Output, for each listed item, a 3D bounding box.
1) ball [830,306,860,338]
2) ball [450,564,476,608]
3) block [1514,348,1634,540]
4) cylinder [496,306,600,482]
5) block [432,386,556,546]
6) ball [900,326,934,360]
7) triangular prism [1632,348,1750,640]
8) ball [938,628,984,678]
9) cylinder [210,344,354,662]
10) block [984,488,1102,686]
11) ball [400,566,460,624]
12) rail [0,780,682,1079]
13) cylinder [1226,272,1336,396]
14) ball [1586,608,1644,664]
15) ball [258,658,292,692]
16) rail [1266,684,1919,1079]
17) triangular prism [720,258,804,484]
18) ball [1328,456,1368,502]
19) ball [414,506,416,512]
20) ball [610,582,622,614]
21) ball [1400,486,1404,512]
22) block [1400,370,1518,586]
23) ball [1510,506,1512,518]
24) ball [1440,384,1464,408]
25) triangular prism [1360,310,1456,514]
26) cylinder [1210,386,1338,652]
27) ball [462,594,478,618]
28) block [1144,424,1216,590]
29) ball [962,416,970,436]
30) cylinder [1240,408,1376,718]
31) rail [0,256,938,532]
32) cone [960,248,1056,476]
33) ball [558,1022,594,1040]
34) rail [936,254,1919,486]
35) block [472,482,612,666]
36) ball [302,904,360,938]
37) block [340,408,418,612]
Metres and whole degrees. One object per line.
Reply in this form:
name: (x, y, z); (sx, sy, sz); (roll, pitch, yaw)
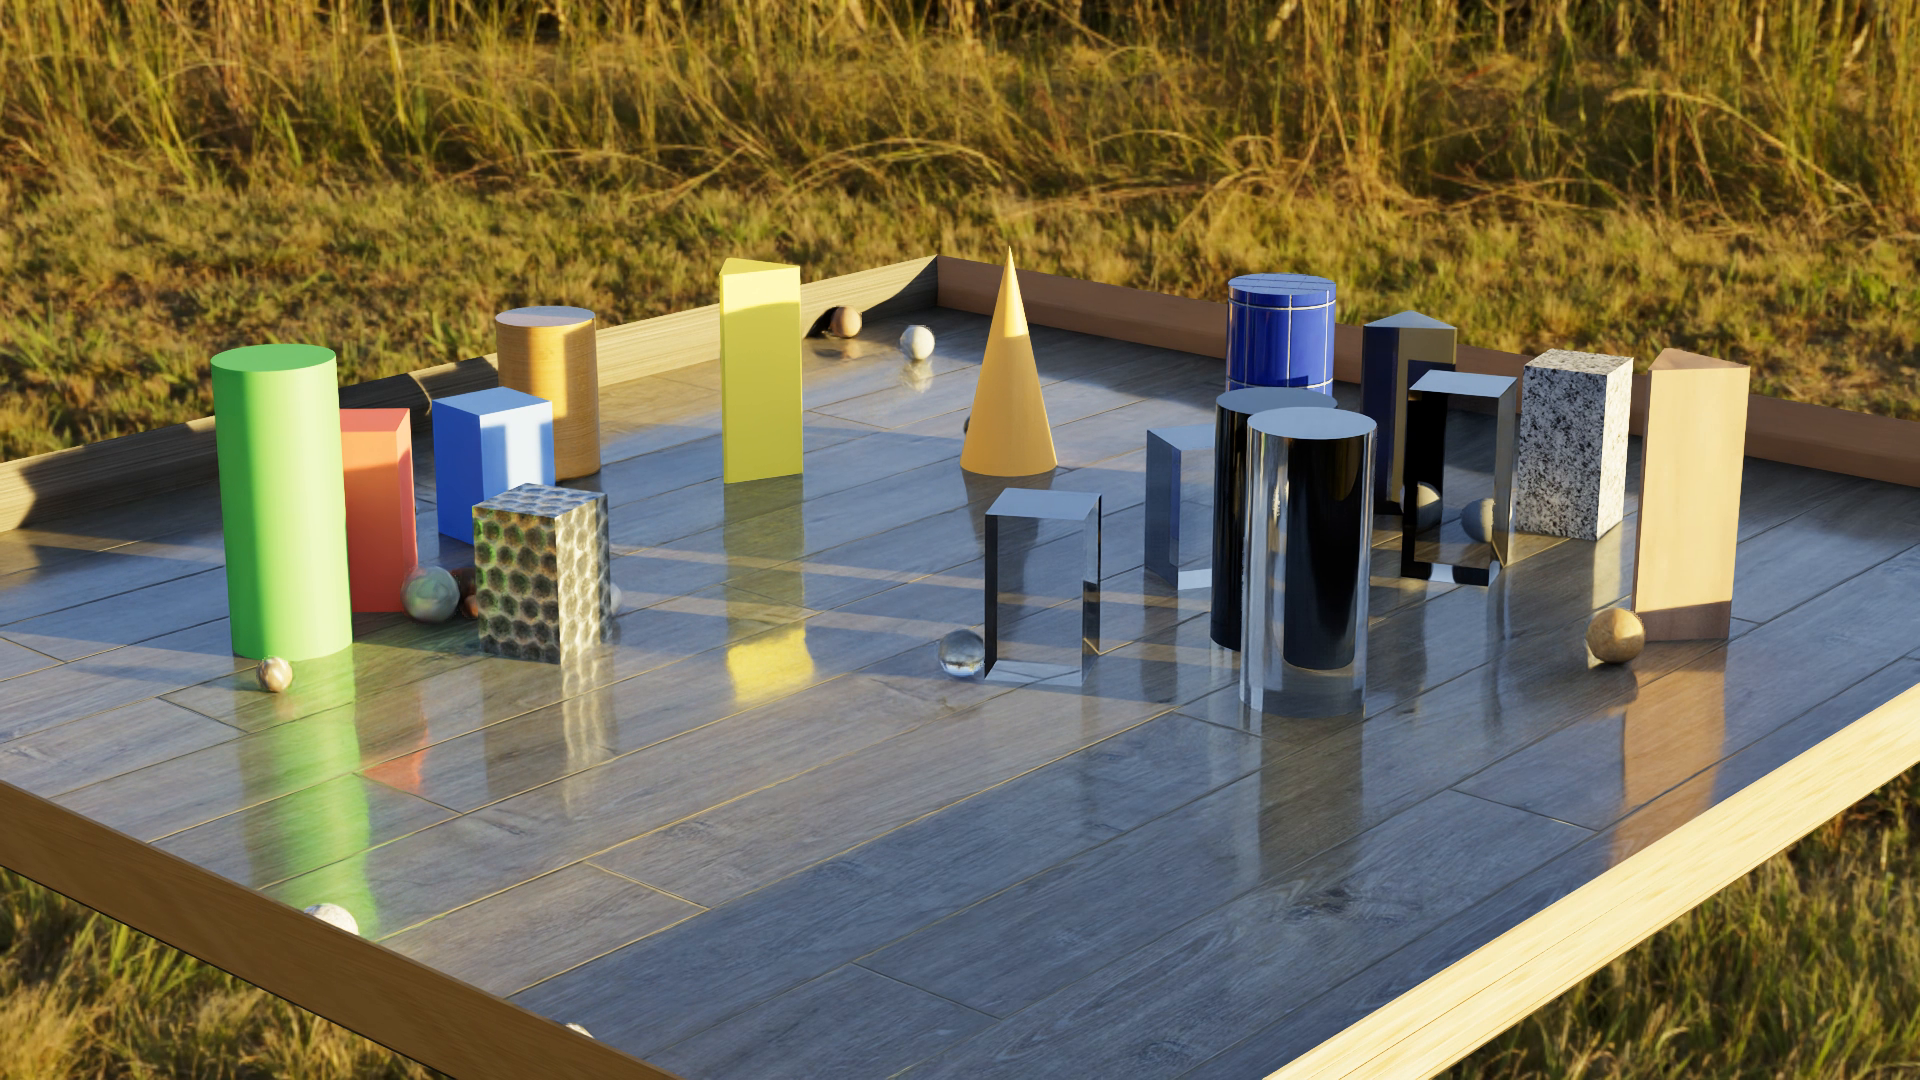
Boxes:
ball: (-0.277, -0.524, 7.062); (0.076, 0.076, 0.076); (0, 17, 0)
ball: (-0.850, 0.080, 5.056); (0.076, 0.076, 0.076); (0, 17, 0)
block: (1.153, -0.181, 5.506); (0.159, 0.316, 0.159); (9, 19, 28)
cylinder: (-0.826, -0.295, 5.889); (0.198, 0.315, 0.198); (0, 17, 0)
block: (-0.867, -0.136, 5.462); (0.159, 0.255, 0.159); (-15, 22, -41)
ball: (-0.100, -0.459, 6.839); (0.080, 0.080, 0.080); (0, 17, 0)
triangular prism: (1.195, -0.078, 4.908); (0.172, 0.464, 0.149); (-2, 17, -7)
ball: (0.003, 0.182, 4.715); (0.078, 0.078, 0.078); (0, 17, 0)
cylinder: (-1.112, -0.063, 4.820); (0.198, 0.486, 0.198); (0, 17, 0)
block: (0.134, 0.074, 4.728); (0.159, 0.277, 0.159); (4, 17, 12)
ball: (-0.899, 0.093, 4.973); (0.099, 0.099, 0.099); (0, 17, 0)
rail: (-1.143, 0.412, 3.860); (3.223, 0.129, 0.045); (14, 22, 39)
cylinder: (0.593, -0.247, 5.460); (0.198, 0.469, 0.198); (0, 17, 0)
ball: (1.067, 0.157, 4.774); (0.091, 0.091, 0.091); (0, 17, 0)
ball: (-1.087, 0.213, 4.652); (0.054, 0.054, 0.054); (0, 17, 0)
rail: (1.199, 0.333, 4.123); (0.045, 0.129, 3.533); (14, 22, 39)
triangular prism: (-0.427, -0.345, 5.869); (0.172, 0.421, 0.149); (-9, 19, -28)
ball: (0.745, -0.117, 5.688); (0.089, 0.089, 0.089); (0, 17, 0)
ball: (-1.057, -0.058, 5.575); (0.041, 0.041, 0.041); (0, 17, 0)
ball: (-0.609, 0.101, 5.011); (0.062, 0.062, 0.062); (0, 17, 0)
ball: (0.879, -0.077, 5.541); (0.097, 0.097, 0.097); (0, 17, 0)
block: (0.890, -0.112, 5.229); (0.159, 0.344, 0.159); (7, 18, 21)
ball: (0.990, -0.052, 5.484); (0.083, 0.083, 0.083); (0, 17, 0)
ball: (1.076, -0.315, 6.413); (0.049, 0.049, 0.049); (0, 17, 0)
triangular prism: (0.857, -0.245, 5.632); (0.172, 0.367, 0.149); (2, 17, 8)
cylinder: (0.519, -0.033, 4.861); (0.198, 0.405, 0.198); (0, 17, 0)
ball: (-0.828, 0.113, 5.007); (0.041, 0.041, 0.041); (0, 17, 0)
block: (0.434, -0.062, 5.222); (0.159, 0.253, 0.159); (-6, 18, -18)
ball: (0.040, -0.234, 6.112); (0.068, 0.068, 0.068); (0, 17, 0)
cylinder: (0.540, 0.034, 4.568); (0.198, 0.447, 0.198); (0, 17, 0)
rail: (-1.199, -0.268, 6.117); (0.045, 0.129, 3.533); (14, 22, 39)
cone: (0.099, -0.372, 5.907); (0.198, 0.450, 0.198); (0, 17, 0)
ball: (-0.453, 0.591, 3.361); (0.076, 0.076, 0.076); (0, 17, 0)
rail: (1.143, -0.347, 6.380); (3.223, 0.129, 0.045); (14, 22, 39)
block: (-0.688, 0.054, 4.842); (0.159, 0.250, 0.159); (8, 18, 24)
ball: (-0.793, 0.496, 3.655); (0.087, 0.087, 0.087); (0, 17, 0)
block: (-1.035, -0.052, 5.071); (0.159, 0.320, 0.159); (-1, 17, -2)
